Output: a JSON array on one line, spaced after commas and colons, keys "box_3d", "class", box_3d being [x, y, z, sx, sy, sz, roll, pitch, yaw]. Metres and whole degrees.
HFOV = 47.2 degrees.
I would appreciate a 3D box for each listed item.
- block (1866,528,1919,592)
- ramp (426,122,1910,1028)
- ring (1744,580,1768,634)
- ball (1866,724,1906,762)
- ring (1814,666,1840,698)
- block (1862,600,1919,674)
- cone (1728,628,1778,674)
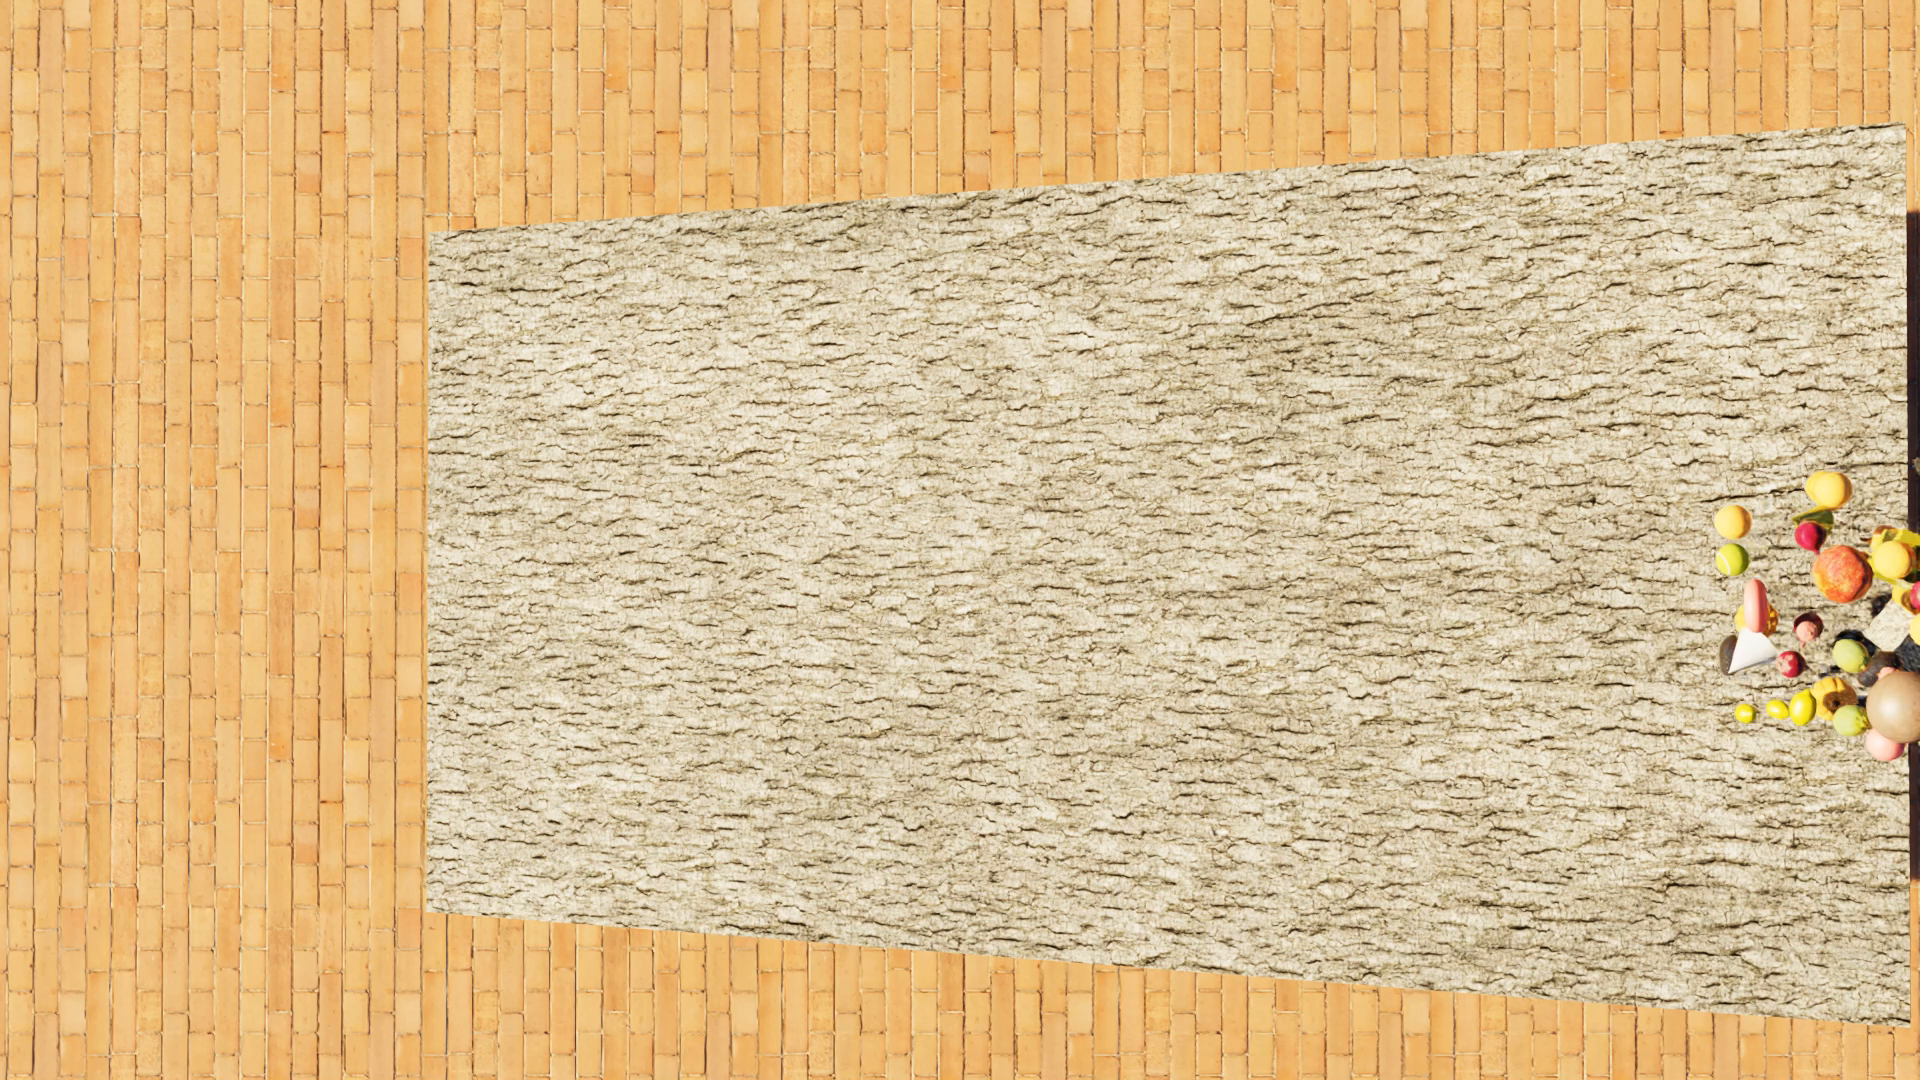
[{"box_3d": [1.919, 0.041, 4.459, 0.096, 0.096, 0.096, 24, 89, 0], "class": "block"}, {"box_3d": [0.283, 0.084, 5.706, 4.000, 0.100, 2.000, 0, 89, 24], "class": "ramp"}, {"box_3d": [1.672, 0.139, 4.619, 0.038, 0.114, 0.114, -2, 89, 26], "class": "ring"}, {"box_3d": [1.670, 0.366, 3.966, 0.066, 0.066, 0.066, 0, 89, 0], "class": "ball"}, {"box_3d": [1.877, 0.307, 4.758, 0.025, 0.076, 0.076, -33, 89, 33], "class": "ring"}, {"box_3d": [1.978, 0.203, 4.612, 0.094, 0.094, 0.094, 31, 103, -29], "class": "block"}, {"box_3d": [1.678, 0.256, 4.710, 0.097, 0.097, 0.097, -39, 89, -15], "class": "cone"}]
